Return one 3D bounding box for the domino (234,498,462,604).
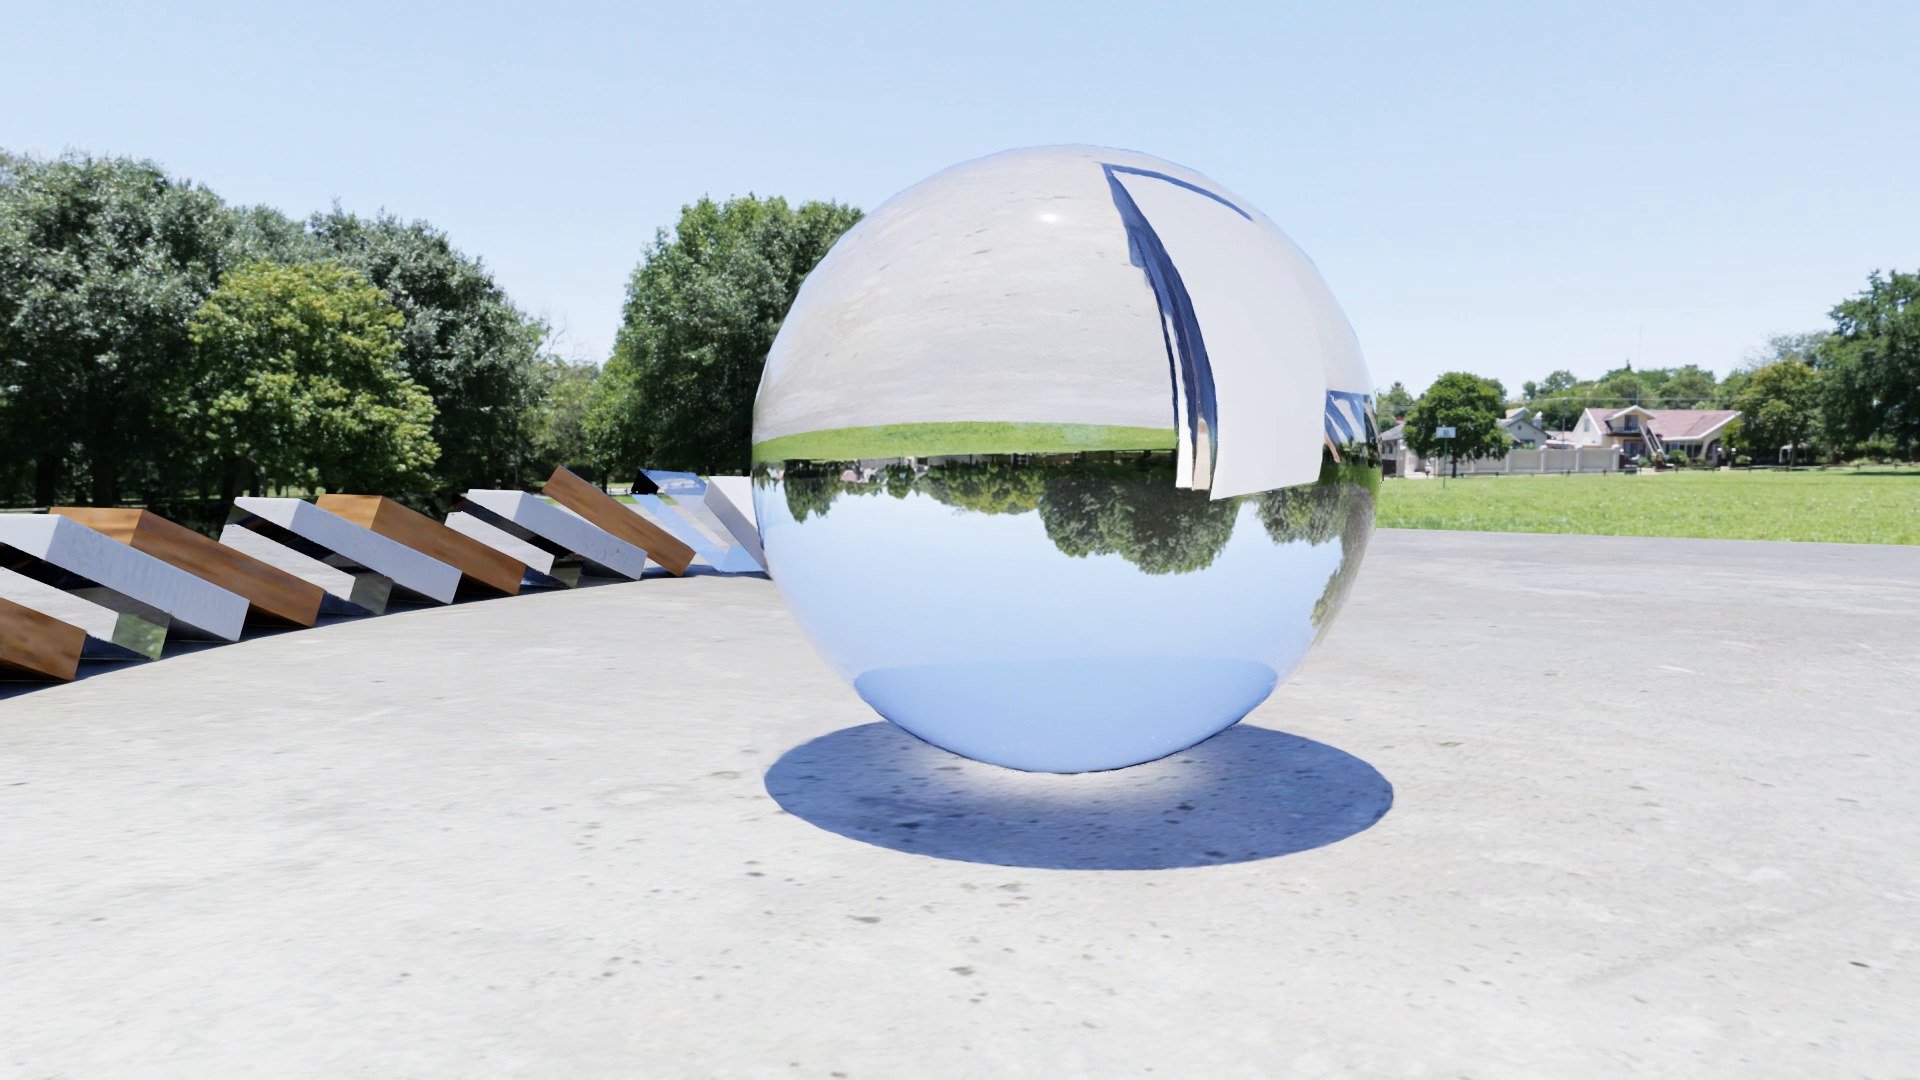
[{"bbox_3d":[-0.155,0.003,0.326,0.025,0.009,0.050,2,-20,29],"label":"domino"}]

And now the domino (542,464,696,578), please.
[{"bbox_3d":[-0.110,-0.006,0.413,0.050,0.010,0.025,34,-6,-16],"label":"domino"}]

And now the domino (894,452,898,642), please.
[{"bbox_3d":[-0.002,0.000,0.291,0.025,0.009,0.050,0,47,-3],"label":"domino"}]

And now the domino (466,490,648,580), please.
[{"bbox_3d":[-0.122,-0.001,0.387,0.025,0.009,0.050,3,-19,34],"label":"domino"}]

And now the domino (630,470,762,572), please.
[{"bbox_3d":[-0.086,-0.007,0.432,0.050,0.010,0.025,36,20,29],"label":"domino"}]

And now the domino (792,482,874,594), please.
[{"bbox_3d":[-0.032,-0.002,0.386,0.025,0.009,0.050,-2,31,-23],"label":"domino"}]

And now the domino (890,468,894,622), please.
[{"bbox_3d":[-0.005,0.000,0.322,0.025,0.009,0.050,0,38,-2],"label":"domino"}]

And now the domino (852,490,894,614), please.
[{"bbox_3d":[-0.013,0.002,0.342,0.025,0.009,0.050,-1,29,-13],"label":"domino"}]

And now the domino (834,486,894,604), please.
[{"bbox_3d":[-0.020,0.000,0.364,0.025,0.009,0.050,-1,30,-14],"label":"domino"}]

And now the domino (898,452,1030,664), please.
[{"bbox_3d":[0.000,0.002,0.263,0.025,0.010,0.050,0,47,-3],"label":"domino"}]

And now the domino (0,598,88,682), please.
[{"bbox_3d":[-0.173,0.012,0.209,0.025,0.010,0.050,0,-20,5],"label":"domino"}]

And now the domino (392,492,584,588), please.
[{"bbox_3d":[-0.135,0.000,0.366,0.025,0.009,0.050,2,-20,29],"label":"domino"}]

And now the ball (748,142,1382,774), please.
[{"bbox_3d":[0.013,-0.010,0.167,0.080,0.080,0.080,0,4,0],"label":"ball"}]

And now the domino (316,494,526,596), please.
[{"bbox_3d":[-0.145,0.002,0.346,0.025,0.009,0.050,2,-20,29],"label":"domino"}]

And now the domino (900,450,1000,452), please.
[{"bbox_3d":[-0.002,-0.001,0.305,0.025,0.010,0.050,0,47,-3],"label":"domino"}]

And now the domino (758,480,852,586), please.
[{"bbox_3d":[-0.044,-0.003,0.405,0.025,0.010,0.050,-1,31,-28],"label":"domino"}]

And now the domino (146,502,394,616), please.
[{"bbox_3d":[-0.162,0.005,0.302,0.025,0.009,0.050,2,-20,20],"label":"domino"}]

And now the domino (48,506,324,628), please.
[{"bbox_3d":[-0.168,0.007,0.280,0.025,0.010,0.050,1,-20,18],"label":"domino"}]

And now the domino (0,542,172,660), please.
[{"bbox_3d":[-0.173,0.010,0.232,0.025,0.009,0.050,1,-20,7],"label":"domino"}]

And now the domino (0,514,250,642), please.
[{"bbox_3d":[-0.171,0.009,0.256,0.025,0.009,0.050,1,-21,11],"label":"domino"}]

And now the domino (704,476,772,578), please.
[{"bbox_3d":[-0.062,-0.005,0.422,0.025,0.009,0.050,-2,31,-39],"label":"domino"}]
